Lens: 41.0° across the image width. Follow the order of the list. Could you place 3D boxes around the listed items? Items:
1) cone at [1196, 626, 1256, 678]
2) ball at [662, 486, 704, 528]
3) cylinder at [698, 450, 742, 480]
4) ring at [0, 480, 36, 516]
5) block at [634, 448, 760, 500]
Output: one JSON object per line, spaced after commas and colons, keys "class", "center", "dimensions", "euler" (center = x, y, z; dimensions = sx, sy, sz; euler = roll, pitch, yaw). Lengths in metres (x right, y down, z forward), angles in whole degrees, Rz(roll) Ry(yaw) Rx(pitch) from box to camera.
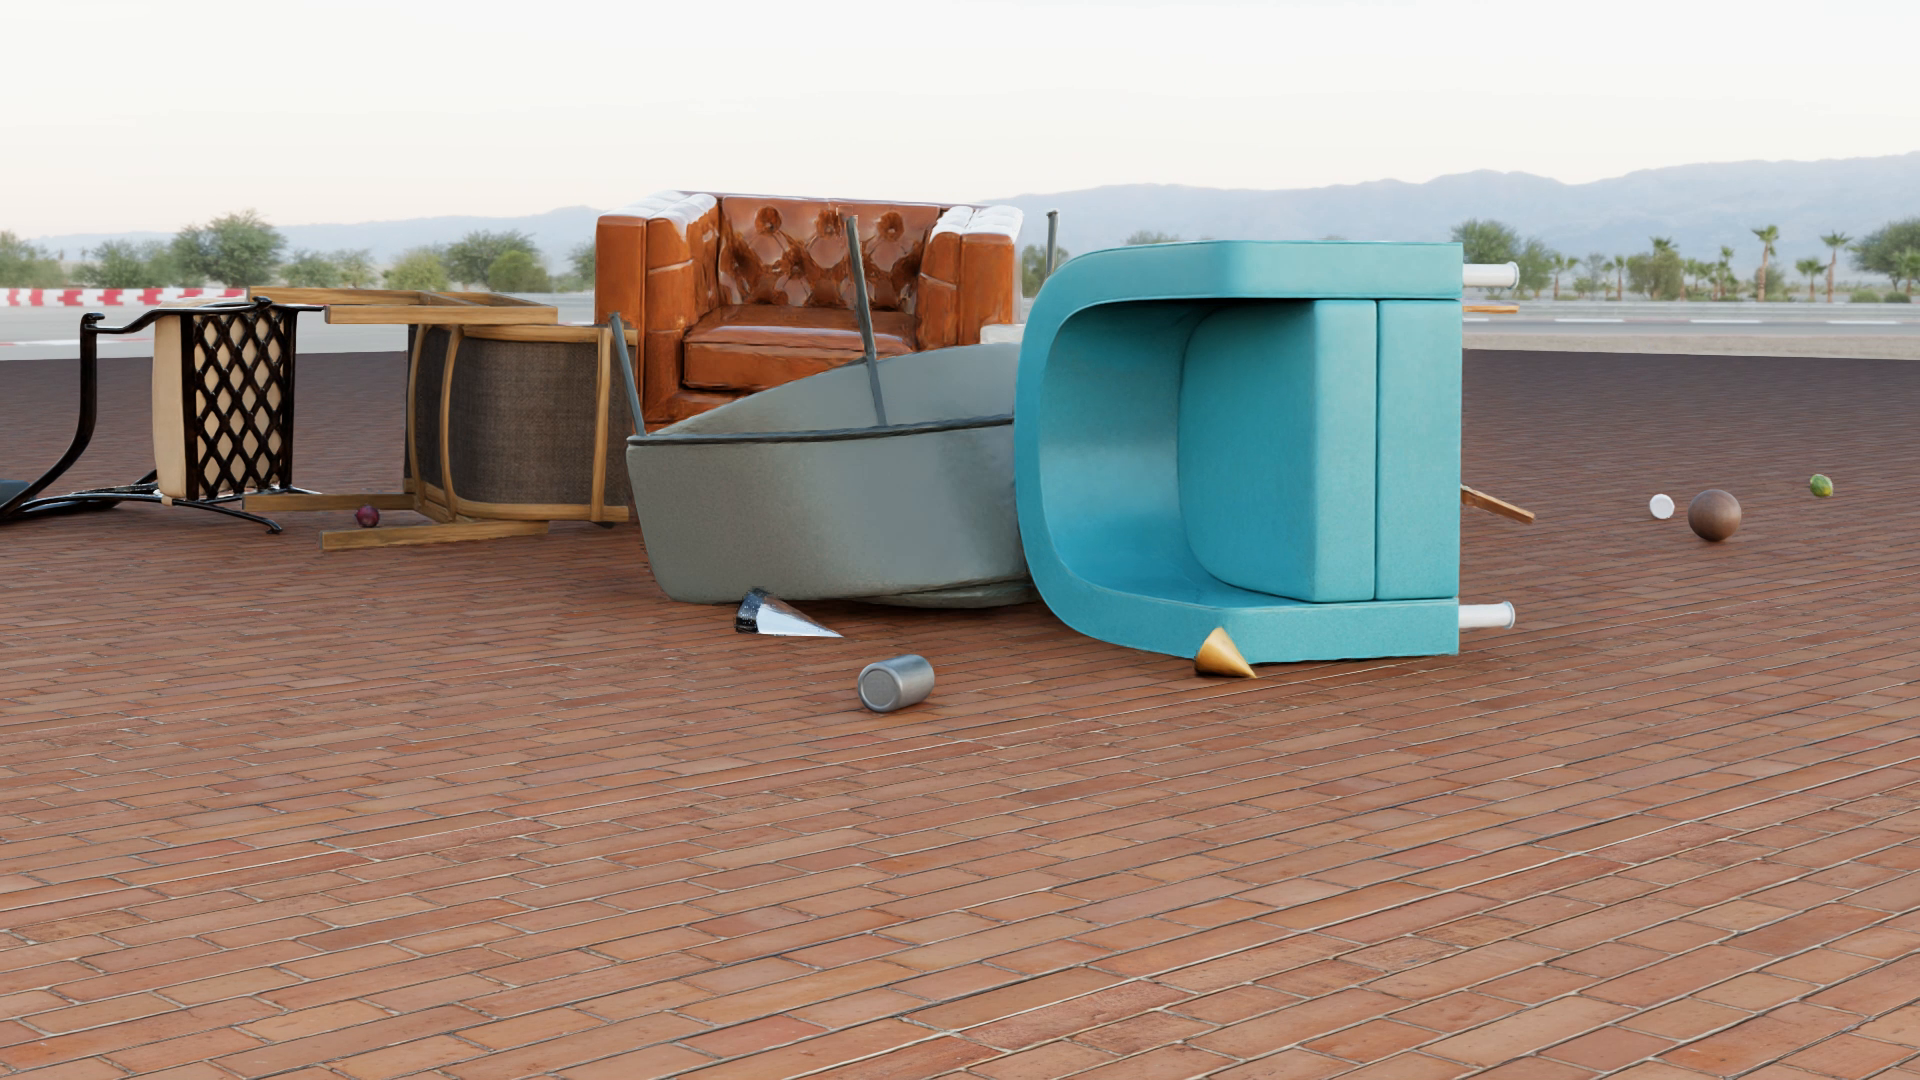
{"class": "cone", "center": [0.450, 0.204, 4.222], "dimensions": [0.092, 0.085, 0.172], "euler": [31, -3, 15]}
{"class": "ball", "center": [-0.721, -0.084, 6.696], "dimensions": [0.109, 0.109, 0.109], "euler": [0, 6, 0]}
{"class": "cylinder", "center": [-0.778, -0.240, 8.283], "dimensions": [0.094, 0.094, 0.111], "euler": [-5, 7, -43]}
{"class": "ring", "center": [-2.684, -0.119, 7.125], "dimensions": [0.266, 0.092, 0.187], "euler": [2, 4, 29]}
{"class": "block", "center": [-0.789, -0.198, 7.685], "dimensions": [0.264, 0.133, 0.302], "euler": [-4, 7, -33]}
